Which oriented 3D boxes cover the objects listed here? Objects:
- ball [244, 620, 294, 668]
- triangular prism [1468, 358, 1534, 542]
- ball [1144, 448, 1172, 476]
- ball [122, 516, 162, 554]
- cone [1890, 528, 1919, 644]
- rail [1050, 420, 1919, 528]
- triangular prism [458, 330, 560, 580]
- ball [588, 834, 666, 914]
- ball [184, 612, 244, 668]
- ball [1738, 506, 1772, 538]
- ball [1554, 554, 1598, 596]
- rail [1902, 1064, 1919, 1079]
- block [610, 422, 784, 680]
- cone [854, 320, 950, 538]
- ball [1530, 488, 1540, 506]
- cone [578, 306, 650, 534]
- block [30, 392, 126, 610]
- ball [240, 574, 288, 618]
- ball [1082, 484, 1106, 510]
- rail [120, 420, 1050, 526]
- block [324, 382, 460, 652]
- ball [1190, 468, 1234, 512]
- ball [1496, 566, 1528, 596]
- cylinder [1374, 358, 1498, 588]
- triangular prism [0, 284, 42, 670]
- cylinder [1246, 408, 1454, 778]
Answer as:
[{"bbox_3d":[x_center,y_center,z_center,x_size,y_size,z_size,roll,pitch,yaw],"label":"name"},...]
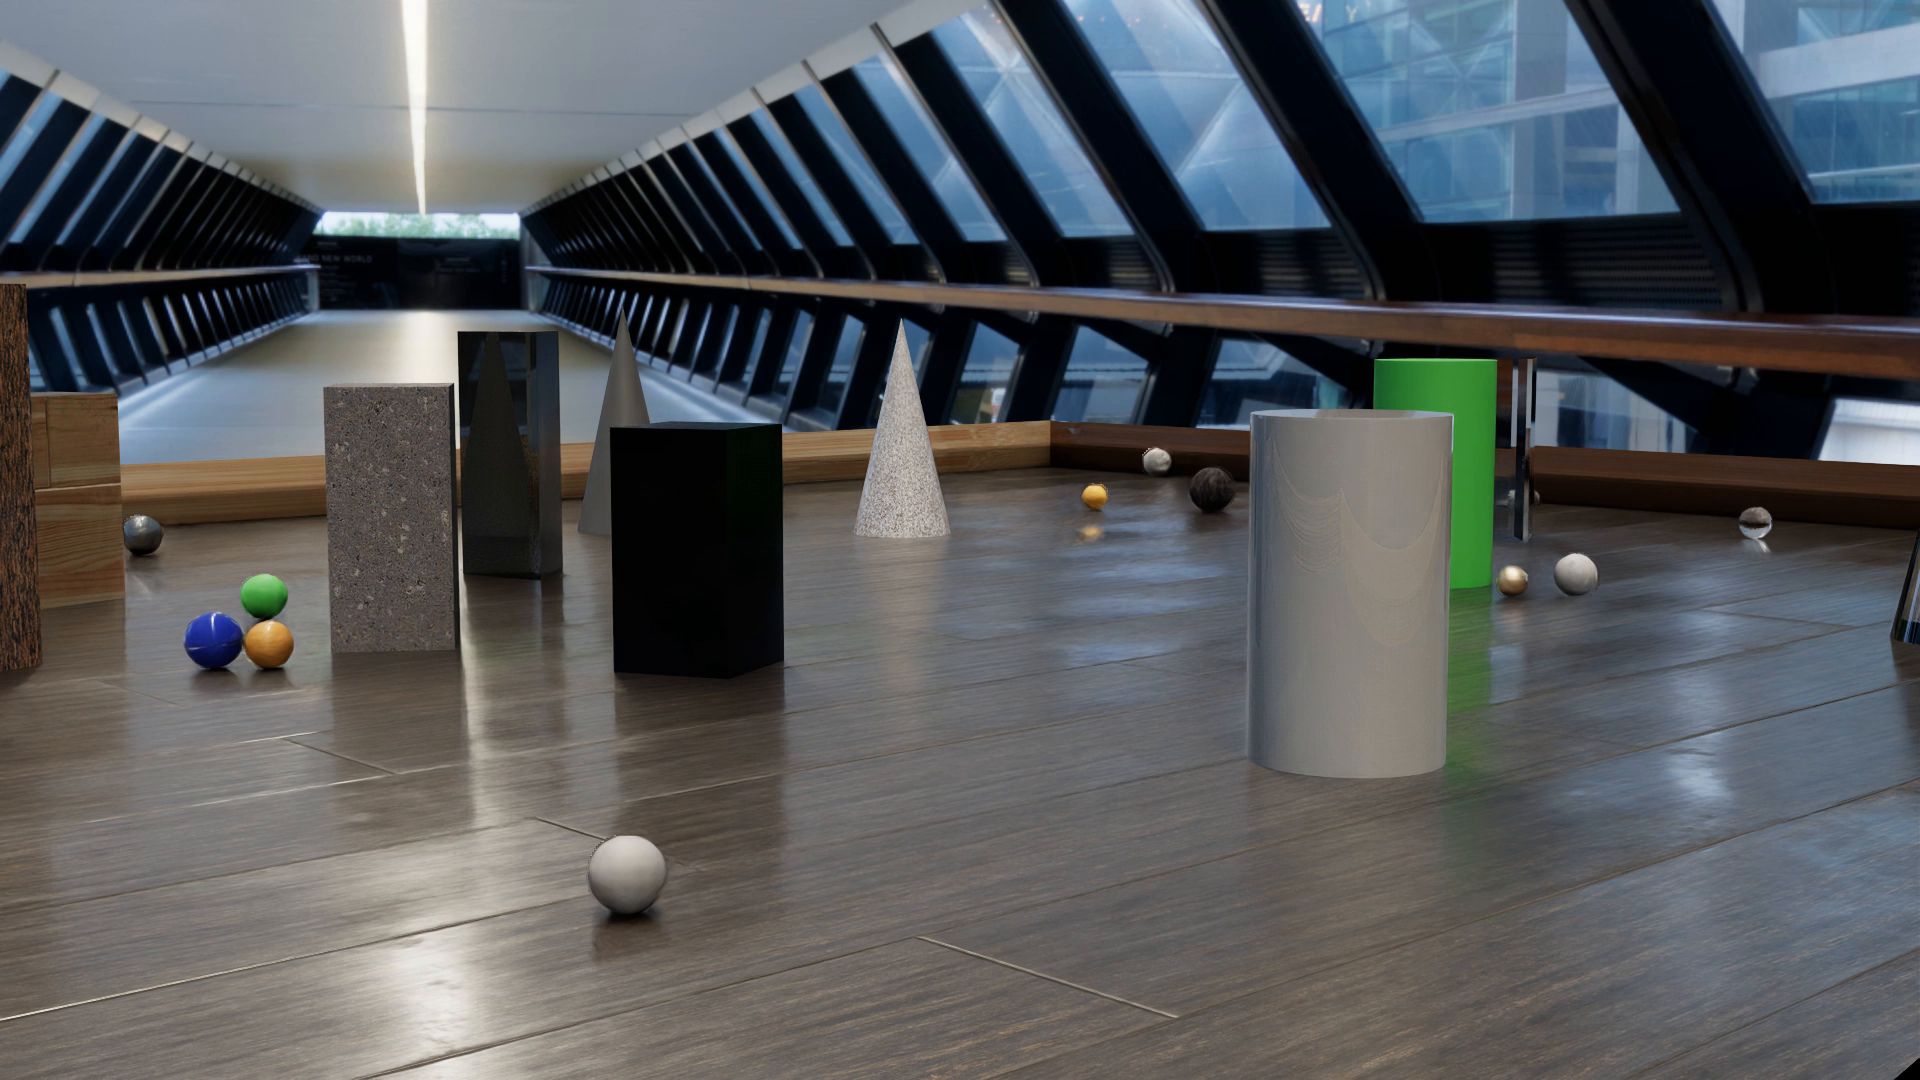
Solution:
[{"bbox_3d":[-0.862,0.130,2.744,0.060,0.060,0.060,0,6,0],"label":"ball"},{"bbox_3d":[1.085,-0.182,4.327,0.148,0.352,0.171,-5,8,-42],"label":"triangular prism"},{"bbox_3d":[0.530,-0.208,5.907,0.076,0.076,0.076,0,6,0],"label":"ball"},{"bbox_3d":[-1.493,-0.008,4.015,0.071,0.071,0.071,0,6,0],"label":"ball"},{"bbox_3d":[1.367,-0.101,2.956,0.197,0.476,0.197,0,6,0],"label":"cone"},{"bbox_3d":[1.622,-0.122,4.821,0.045,0.128,4.071,-5,8,-42],"label":"rail"},{"bbox_3d":[-0.732,-0.149,3.728,0.171,0.410,0.148,4,7,32],"label":"triangular prism"},{"bbox_3d":[-0.246,0.248,1.628,0.058,0.058,0.058,0,6,0],"label":"ball"},{"bbox_3d":[-0.931,0.125,2.742,0.071,0.071,0.071,0,6,0],"label":"ball"},{"bbox_3d":[1.557,-0.034,4.305,0.062,0.062,0.062,0,6,0],"label":"ball"},{"bbox_3d":[0.961,0.055,3.429,0.067,0.067,0.067,0,6,0],"label":"ball"},{"bbox_3d":[1.364,0.187,1.861,4.462,0.128,0.045,-5,8,-42],"label":"rail"},{"bbox_3d":[-0.326,0.008,2.747,0.158,0.302,0.158,2,6,20],"label":"block"},{"bbox_3d":[-0.116,-0.229,4.395,0.197,0.430,0.197,0,6,0],"label":"cone"},{"bbox_3d":[1.294,-0.096,4.995,0.042,0.042,0.042,0,6,0],"label":"ball"},{"bbox_3d":[-0.680,-0.247,4.457,0.197,0.455,0.197,0,6,0],"label":"cone"},{"bbox_3d":[-1.405,-0.065,3.372,0.158,0.317,0.158,3,7,29],"label":"block"},{"bbox_3d":[-1.008,0.082,3.185,0.065,0.065,0.065,0,6,0],"label":"ball"},{"bbox_3d":[0.301,-0.096,4.926,0.056,0.056,0.056,0,6,0],"label":"ball"},{"bbox_3d":[-1.364,-0.120,4.802,4.462,0.128,0.045,-5,8,-42],"label":"rail"},{"bbox_3d":[-0.757,-0.034,2.941,0.158,0.346,0.158,-1,6,-10],"label":"block"},{"bbox_3d":[0.559,-0.113,4.883,0.098,0.098,0.098,0,6,0],"label":"ball"},{"bbox_3d":[0.861,0.064,3.427,0.049,0.049,0.049,0,6,0],"label":"ball"},{"bbox_3d":[0.777,-0.113,3.612,0.197,0.364,0.197,0,6,0],"label":"cylinder"},{"bbox_3d":[-1.222,-0.077,2.716,0.148,0.477,0.171,-4,7,-33],"label":"triangular prism"},{"bbox_3d":[0.385,0.046,2.179,0.197,0.344,0.197,0,6,0],"label":"cylinder"}]
